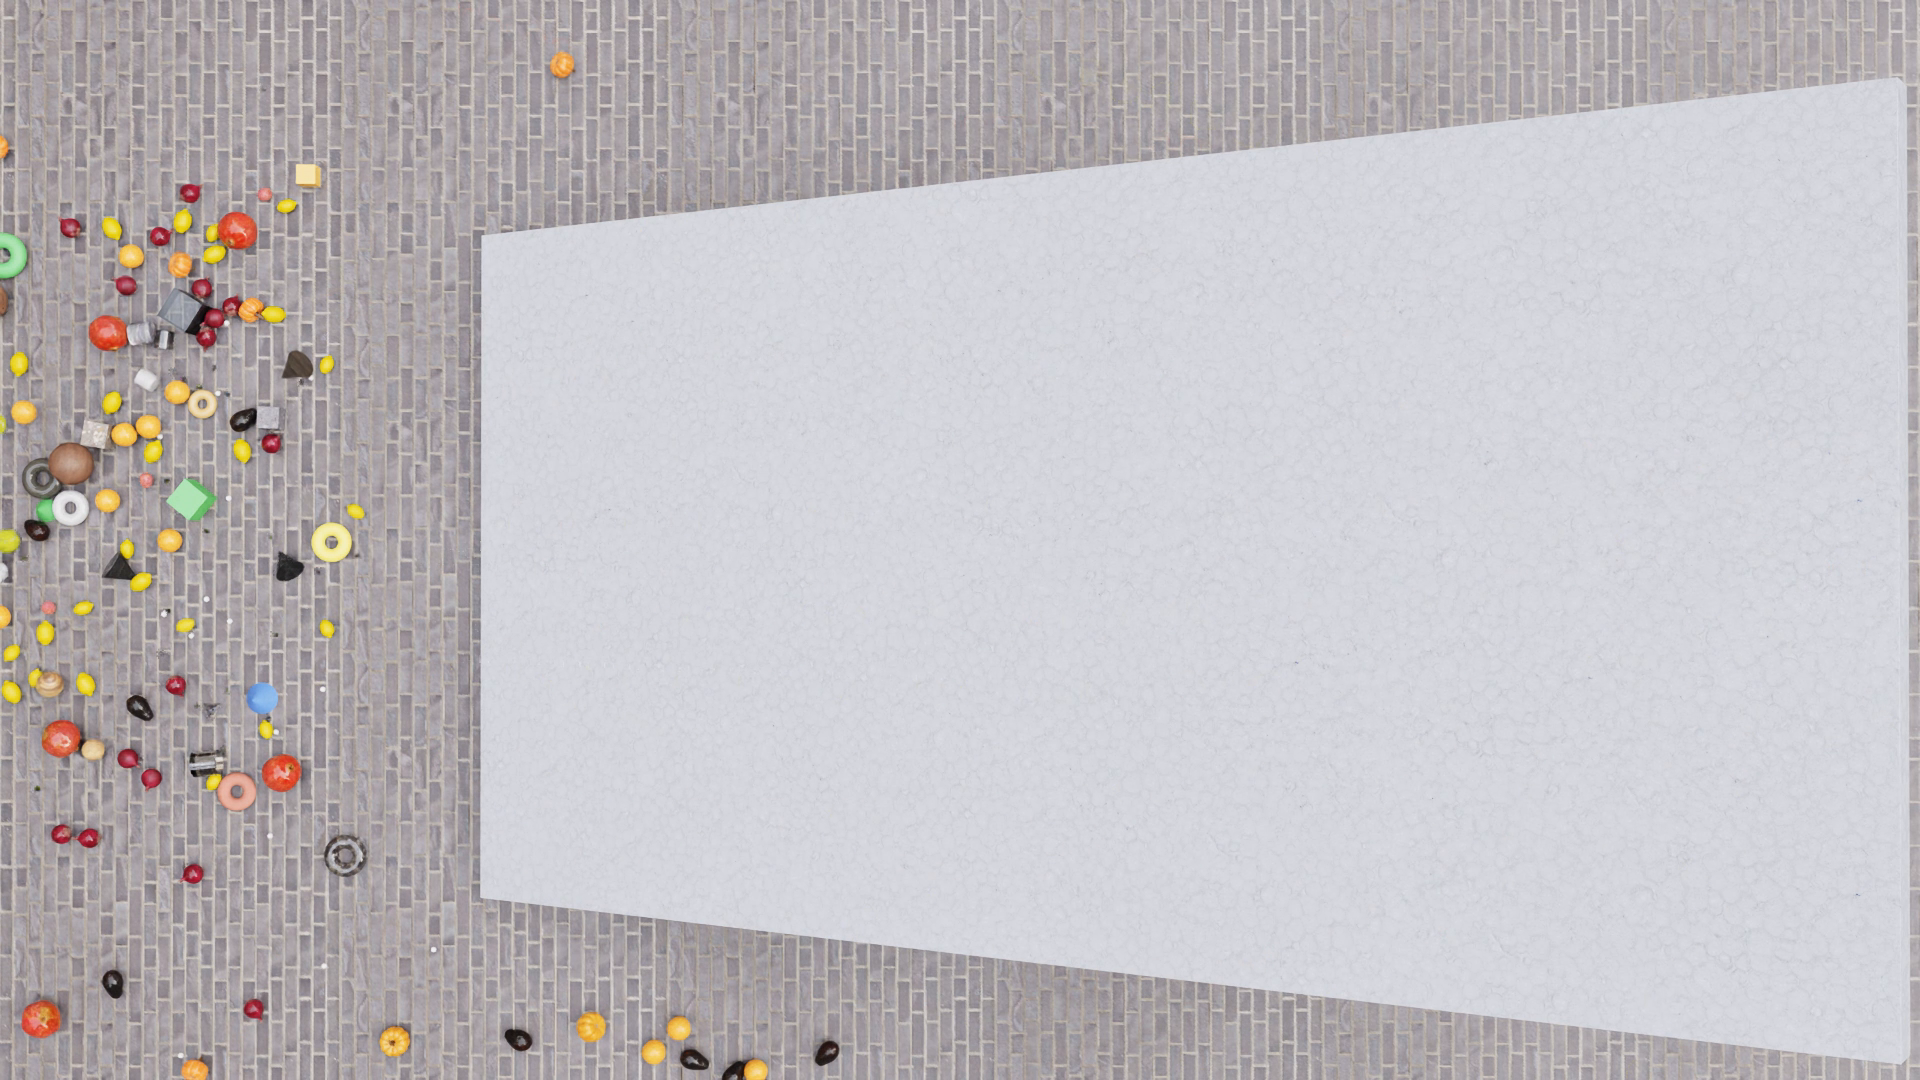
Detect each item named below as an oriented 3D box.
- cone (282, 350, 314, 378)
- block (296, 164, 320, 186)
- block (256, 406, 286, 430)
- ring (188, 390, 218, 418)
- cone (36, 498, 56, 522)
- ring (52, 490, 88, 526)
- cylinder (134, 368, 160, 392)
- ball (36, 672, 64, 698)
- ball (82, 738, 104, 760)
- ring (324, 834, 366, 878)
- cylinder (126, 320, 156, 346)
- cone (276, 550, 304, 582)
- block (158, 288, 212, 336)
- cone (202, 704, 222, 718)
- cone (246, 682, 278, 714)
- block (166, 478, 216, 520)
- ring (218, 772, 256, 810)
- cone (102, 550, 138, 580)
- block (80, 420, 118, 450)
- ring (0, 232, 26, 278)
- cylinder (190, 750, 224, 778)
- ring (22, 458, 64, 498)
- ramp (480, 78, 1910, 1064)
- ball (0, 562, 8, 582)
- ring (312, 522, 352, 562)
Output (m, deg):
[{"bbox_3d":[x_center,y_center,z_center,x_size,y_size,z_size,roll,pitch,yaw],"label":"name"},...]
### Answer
[{"bbox_3d":[-2.041,-0.516,6.709,0.093,0.093,0.093,-30,90,26],"label":"cone"},{"bbox_3d":[-1.987,-1.111,6.706,0.058,0.058,0.058,0,90,0],"label":"block"},{"bbox_3d":[-2.098,-0.371,6.696,0.066,0.066,0.066,3,90,0],"label":"block"},{"bbox_3d":[-2.313,-0.415,6.714,0.089,0.030,0.089,0,88,0],"label":"ring"},{"bbox_3d":[-2.792,-0.091,6.691,0.070,0.070,0.070,0,90,0],"label":"cone"},{"bbox_3d":[-2.713,-0.098,6.708,0.110,0.037,0.110,0,92,-1],"label":"ring"},{"bbox_3d":[-2.476,-0.488,6.703,0.053,0.053,0.053,30,90,0],"label":"cylinder"},{"bbox_3d":[-2.766,0.440,6.682,0.079,0.079,0.079,0,90,0],"label":"ball"},{"bbox_3d":[-2.635,0.637,6.687,0.066,0.066,0.066,0,90,0],"label":"ball"},{"bbox_3d":[-1.871,0.961,6.696,0.131,0.044,0.131,0,91,0],"label":"ring"},{"bbox_3d":[-2.491,-0.630,6.698,0.066,0.066,0.066,-9,90,0],"label":"cylinder"},{"bbox_3d":[-2.060,0.064,6.705,0.087,0.087,0.087,-37,63,0],"label":"cone"},{"bbox_3d":[-2.354,-0.694,6.682,0.099,0.099,0.099,32,90,0],"label":"block"},{"bbox_3d":[-2.273,0.511,6.709,0.053,0.053,0.053,-29,90,-27],"label":"cone"},{"bbox_3d":[-2.133,0.484,6.673,0.096,0.096,0.096,0,90,0],"label":"cone"},{"bbox_3d":[-2.334,-0.122,6.682,0.089,0.089,0.089,39,90,0],"label":"block"},{"bbox_3d":[-2.203,0.766,6.699,0.118,0.039,0.118,0,88,-1],"label":"ring"},{"bbox_3d":[-2.545,0.099,6.703,0.096,0.096,0.096,36,90,-26],"label":"cone"},{"bbox_3d":[-2.619,-0.319,6.691,0.074,0.074,0.074,10,90,0],"label":"block"},{"bbox_3d":[-2.918,-0.868,6.710,0.140,0.047,0.140,0,91,1],"label":"ring"},{"bbox_3d":[-2.290,0.680,6.681,0.077,0.077,0.077,-6,90,0],"label":"cylinder"},{"bbox_3d":[-2.797,-0.188,6.707,0.125,0.042,0.125,0,90,-1],"label":"ring"},{"bbox_3d":[0.256,0.070,5.590,4.000,0.100,2.000,0,89,33],"label":"ramp"},{"bbox_3d":[-2.930,0.098,6.692,0.065,0.065,0.065,0,90,0],"label":"ball"},{"bbox_3d":[-1.916,0.007,6.706,0.121,0.040,0.121,0,89,-1],"label":"ring"}]
